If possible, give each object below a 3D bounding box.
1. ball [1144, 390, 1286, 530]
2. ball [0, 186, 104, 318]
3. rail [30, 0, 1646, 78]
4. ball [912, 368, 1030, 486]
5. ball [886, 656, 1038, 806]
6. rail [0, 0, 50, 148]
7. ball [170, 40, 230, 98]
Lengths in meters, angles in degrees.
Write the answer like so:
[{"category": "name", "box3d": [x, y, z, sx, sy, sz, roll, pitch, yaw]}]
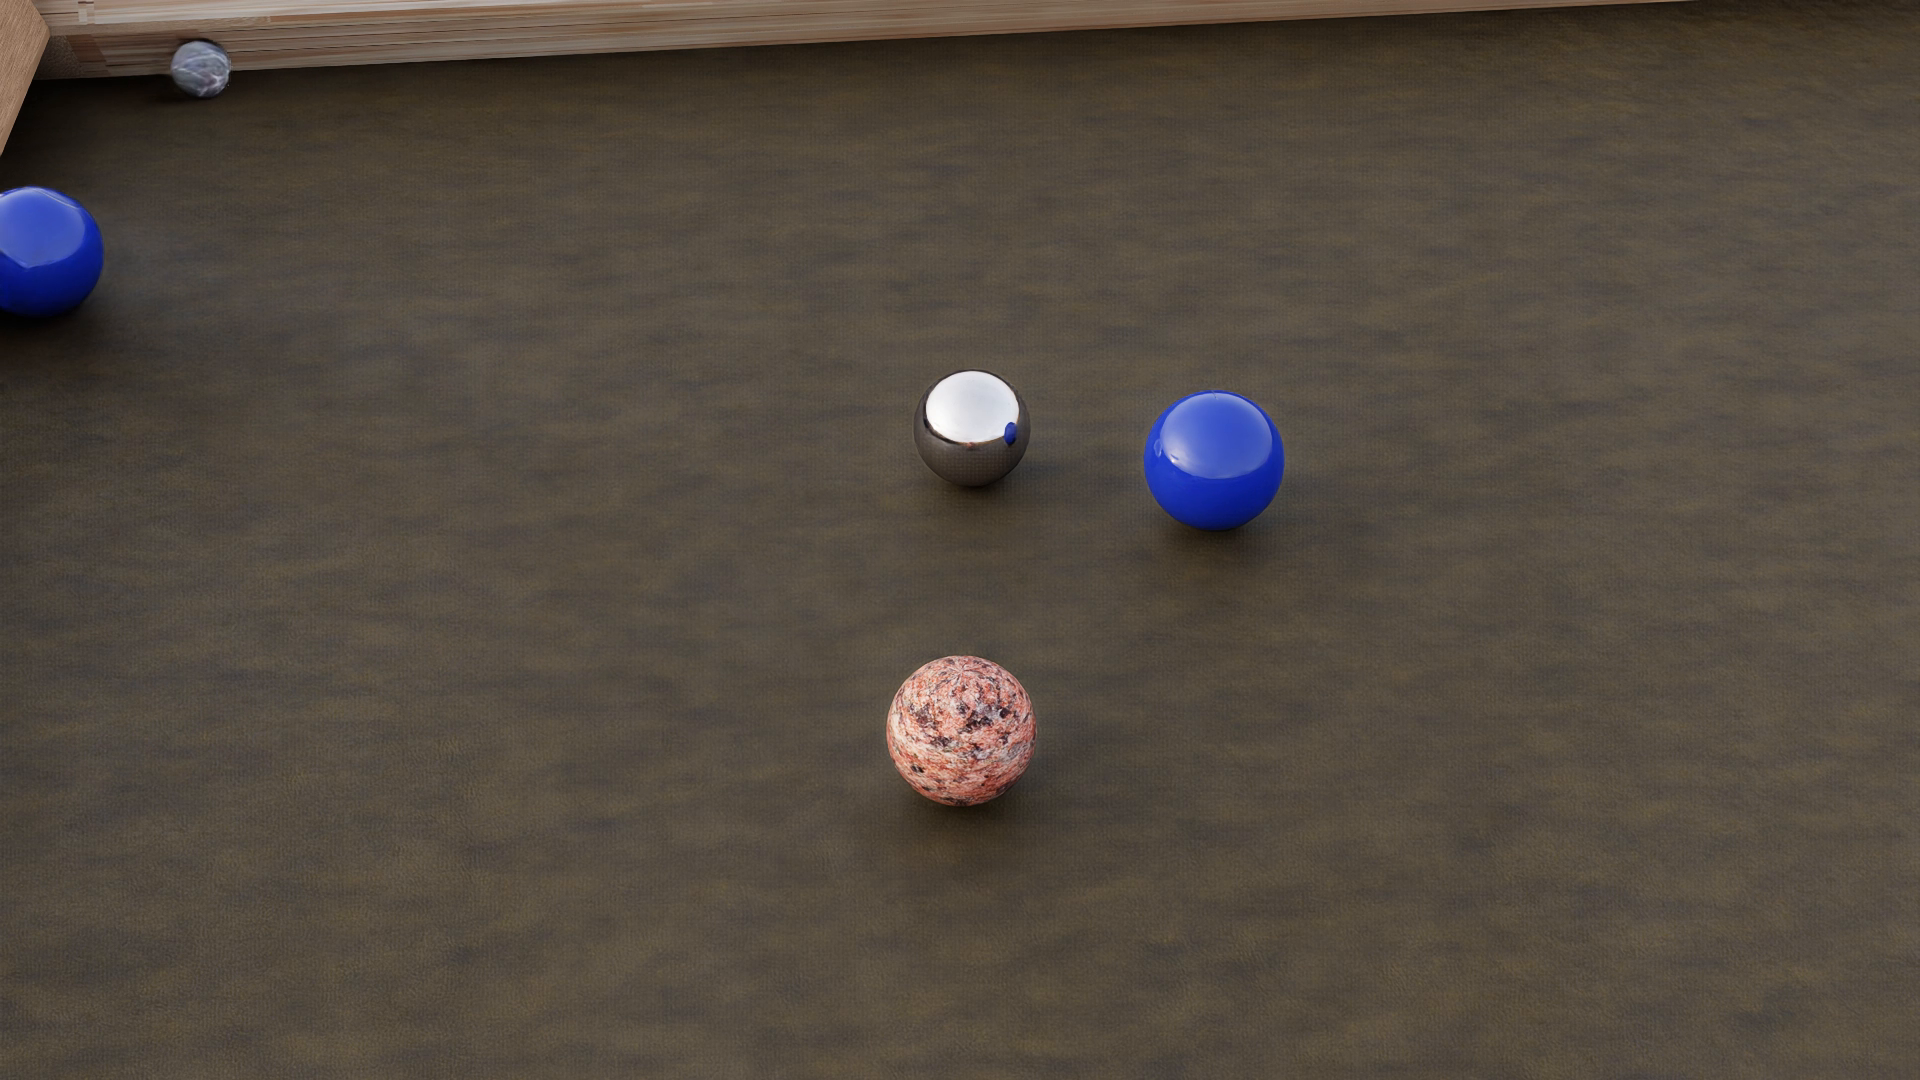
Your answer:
[{"category": "ball", "box3d": [0.170, -0.053, 1.716, 0.094, 0.094, 0.094, 0, 36, 0]}, {"category": "ball", "box3d": [-0.700, -0.217, 1.940, 0.099, 0.099, 0.099, 0, 36, 0]}, {"category": "rail", "box3d": [0.652, -0.550, 2.374, 2.998, 0.129, 0.045, -4, 36, -5]}, {"category": "ball", "box3d": [0.008, -0.077, 1.761, 0.081, 0.081, 0.081, 0, 36, 0]}, {"category": "ball", "box3d": [0.001, 0.111, 1.494, 0.088, 0.088, 0.088, 0, 36, 0]}, {"category": "rail", "box3d": [-0.721, 0.026, 1.575, 0.045, 0.129, 1.697, -4, 36, -5]}, {"category": "ball", "box3d": [-0.667, -0.413, 2.254, 0.050, 0.050, 0.050, 0, 36, 0]}]
